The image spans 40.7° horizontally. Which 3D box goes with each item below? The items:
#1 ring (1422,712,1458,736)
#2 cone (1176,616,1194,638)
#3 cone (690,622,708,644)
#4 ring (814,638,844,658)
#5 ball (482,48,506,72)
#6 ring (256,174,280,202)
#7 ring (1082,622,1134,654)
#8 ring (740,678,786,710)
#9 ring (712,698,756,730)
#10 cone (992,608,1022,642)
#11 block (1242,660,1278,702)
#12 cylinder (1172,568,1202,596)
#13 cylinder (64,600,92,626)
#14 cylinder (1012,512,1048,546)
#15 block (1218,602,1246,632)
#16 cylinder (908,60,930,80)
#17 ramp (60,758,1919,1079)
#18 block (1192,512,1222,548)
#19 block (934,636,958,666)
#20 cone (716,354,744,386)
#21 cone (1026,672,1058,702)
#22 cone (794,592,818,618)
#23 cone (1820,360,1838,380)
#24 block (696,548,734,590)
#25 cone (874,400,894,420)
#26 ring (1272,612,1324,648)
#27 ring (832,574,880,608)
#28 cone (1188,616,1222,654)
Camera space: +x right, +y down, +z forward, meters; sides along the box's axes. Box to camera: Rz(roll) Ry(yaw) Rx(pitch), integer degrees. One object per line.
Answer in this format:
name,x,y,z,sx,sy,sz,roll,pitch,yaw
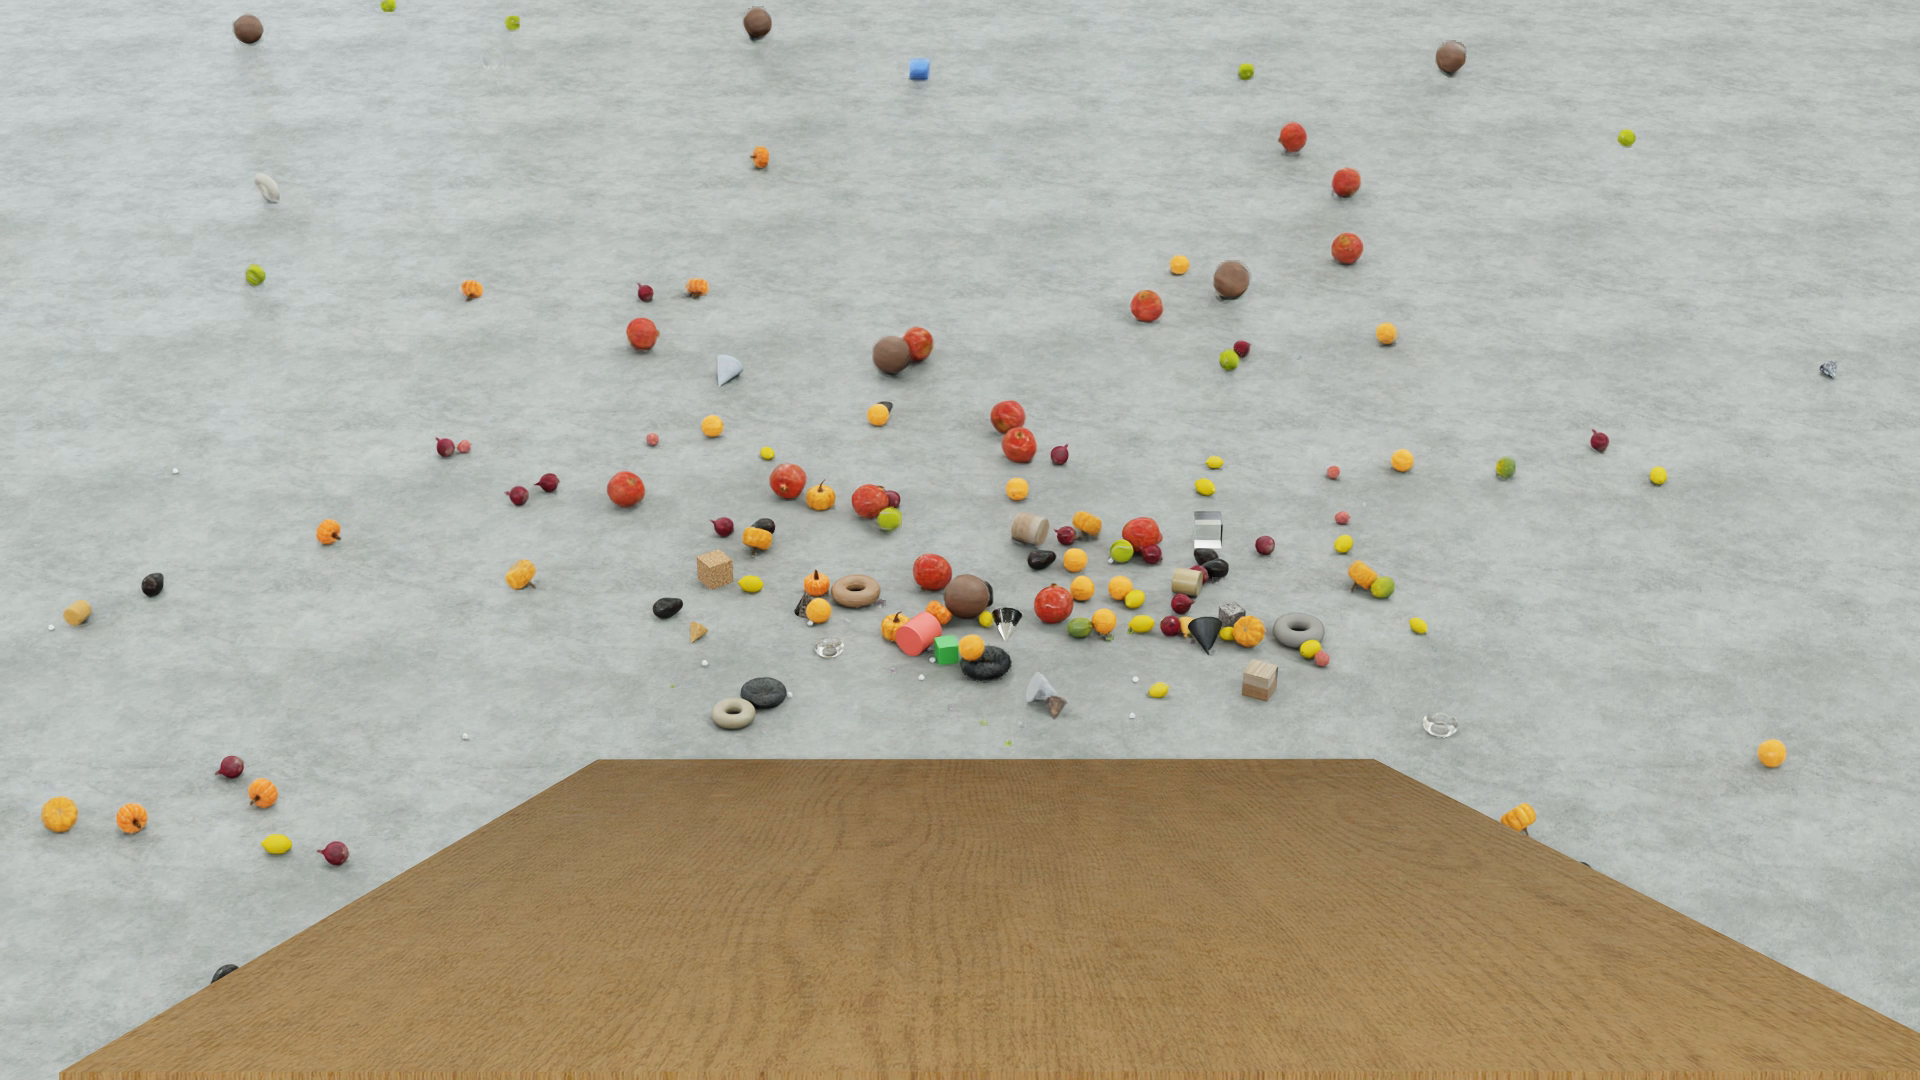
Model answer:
ring,1.287,0.493,6.934,0.094,0.031,0.094,1,32,0
cone,0.641,0.256,7.340,0.056,0.056,0.056,2,57,4
cone,-0.750,0.270,7.316,0.056,0.056,0.056,13,59,20
ring,-0.366,0.301,7.262,0.082,0.027,0.082,-1,31,1
ball,-2.020,-2.079,11.217,0.100,0.100,0.100,0,31,0
ring,-2.670,-1.359,9.986,0.118,0.118,0.039,25,54,35
ring,0.418,0.284,7.314,0.143,0.048,0.143,-1,34,0
ring,-0.535,0.417,7.051,0.127,0.042,0.127,1,29,-1
ring,-0.610,0.467,6.970,0.120,0.040,0.120,1,31,-1
cone,0.131,0.251,7.334,0.088,0.088,0.088,2,57,3
block,0.820,0.384,7.076,0.074,0.074,0.074,14,33,23
cylinder,0.660,0.122,7.519,0.074,0.074,0.074,10,32,16
cylinder,-2.517,0.208,7.391,0.055,0.055,0.055,13,39,20
cylinder,0.210,-0.032,7.770,0.084,0.084,0.084,15,34,23
block,0.774,0.219,7.373,0.056,0.056,0.056,-15,34,-23
cylinder,-0.175,-2.025,11.146,0.080,0.080,0.080,7,31,7
ramp,0.068,0.607,4.674,2.000,0.100,4.000,0,0,0
block,0.744,-0.031,7.771,0.081,0.081,0.081,0,31,1
block,-0.038,0.307,7.223,0.056,0.056,0.056,-7,31,-12
cone,-0.791,-0.552,8.688,0.100,0.100,0.100,11,59,18
cone,0.238,0.416,7.056,0.085,0.085,0.085,22,27,-15
cone,-0.442,0.175,7.433,0.070,0.070,0.070,0,31,0
cone,2.937,-0.562,8.722,0.061,0.061,0.061,-6,58,-10
block,-0.717,0.086,7.577,0.076,0.076,0.076,-20,36,-30
cone,-0.246,-0.413,8.469,0.061,0.061,0.061,-4,57,-6
ring,0.957,0.256,7.319,0.146,0.049,0.146,-1,31,1
ring,-0.302,0.147,7.502,0.144,0.048,0.144,-1,31,1
cone,0.694,0.282,7.277,0.098,0.098,0.098,-2,57,-3
